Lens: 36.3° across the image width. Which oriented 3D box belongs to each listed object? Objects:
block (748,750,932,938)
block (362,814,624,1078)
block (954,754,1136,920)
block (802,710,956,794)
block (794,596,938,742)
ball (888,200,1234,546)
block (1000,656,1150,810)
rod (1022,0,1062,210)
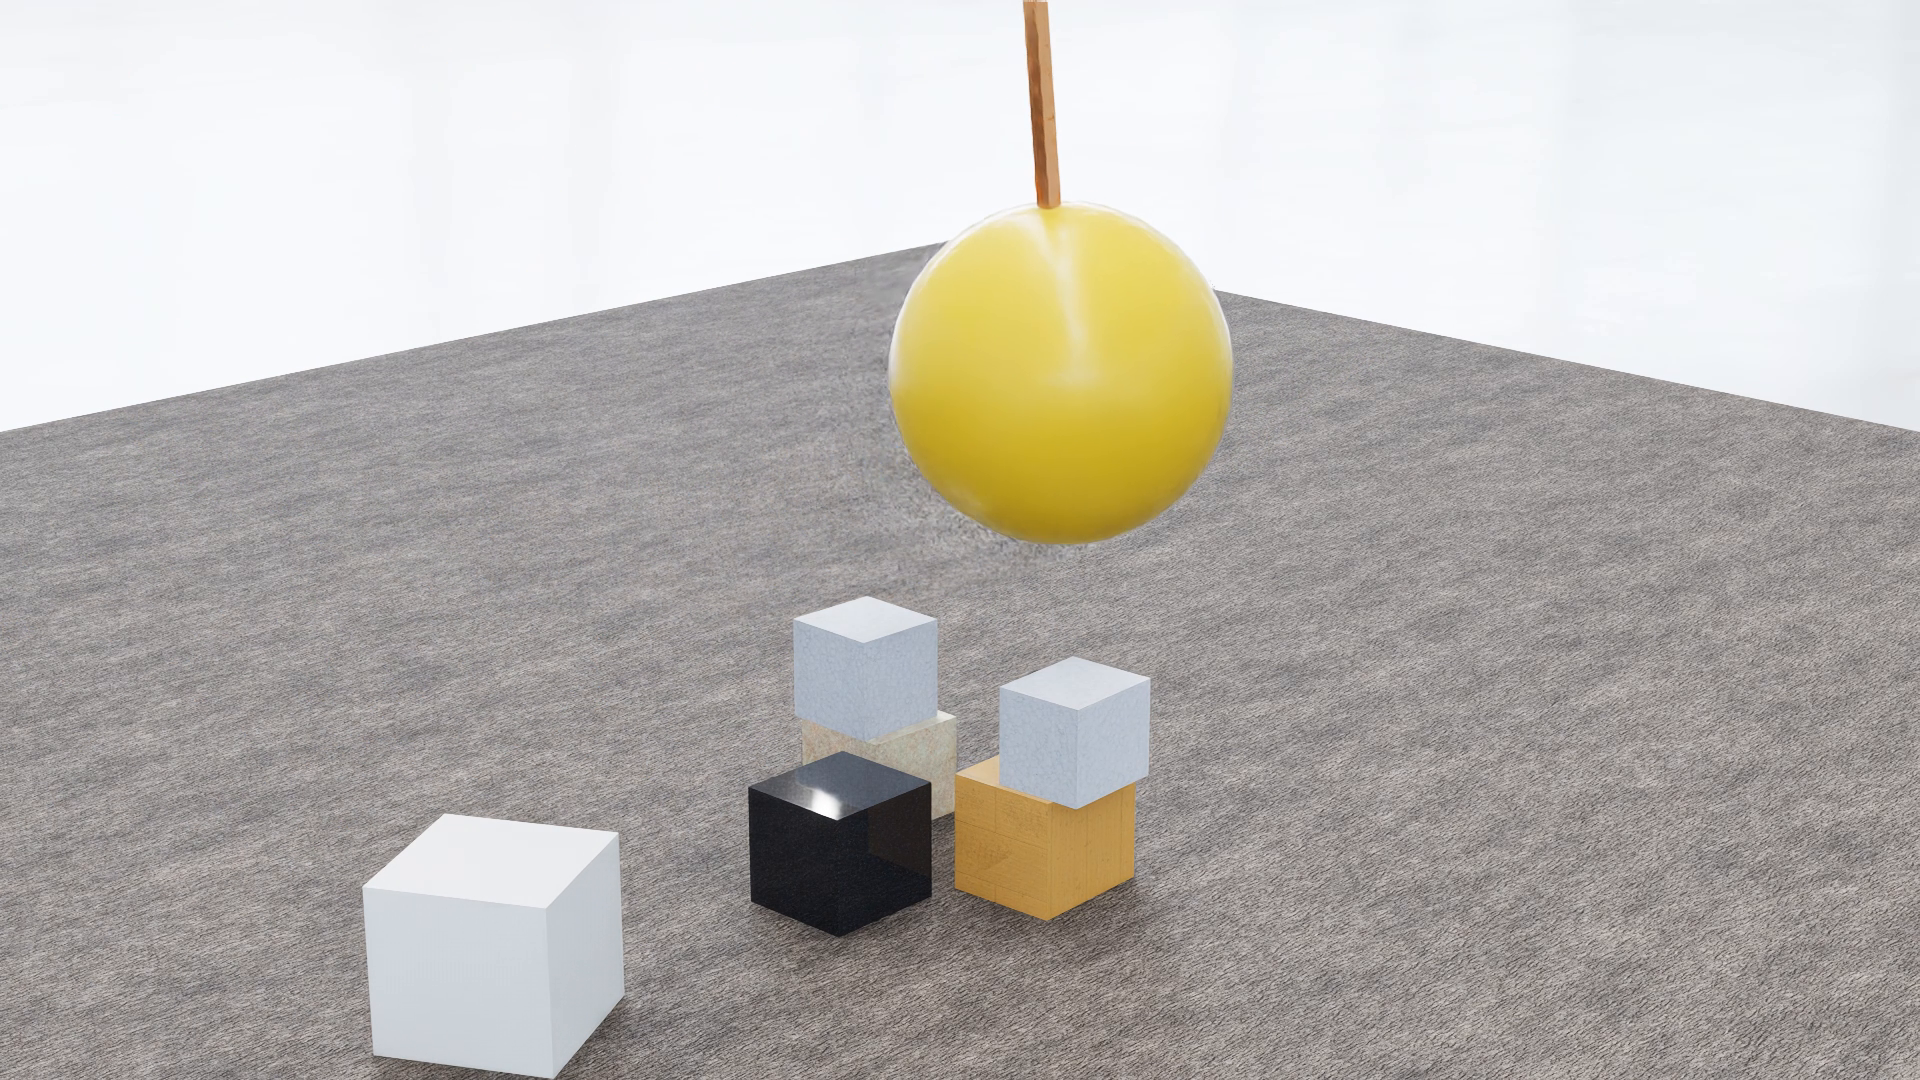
[{"bbox_3d":[-0.534,1.351,13.120,0.559,0.555,0.593,16,23,40],"label":"block"},{"bbox_3d":[-1.879,1.636,11.915,0.776,0.735,0.768,5,18,14],"label":"block"},{"bbox_3d":[0.386,1.296,13.291,0.538,0.558,0.630,14,23,39],"label":"block"},{"bbox_3d":[-0.386,1.079,14.104,0.529,0.485,0.515,-17,24,-42],"label":"block"},{"bbox_3d":[-0.449,0.608,13.976,0.480,0.490,0.488,-17,24,-42],"label":"block"},{"bbox_3d":[0.467,-0.775,13.588,1.600,1.600,1.600,0,17,0],"label":"ball"},{"bbox_3d":[0.509,0.849,13.010,0.438,0.462,0.520,15,23,38],"label":"block"},{"bbox_3d":[0.202,-3.919,12.322,0.080,5.200,0.080,17,30,42],"label":"rod"}]
